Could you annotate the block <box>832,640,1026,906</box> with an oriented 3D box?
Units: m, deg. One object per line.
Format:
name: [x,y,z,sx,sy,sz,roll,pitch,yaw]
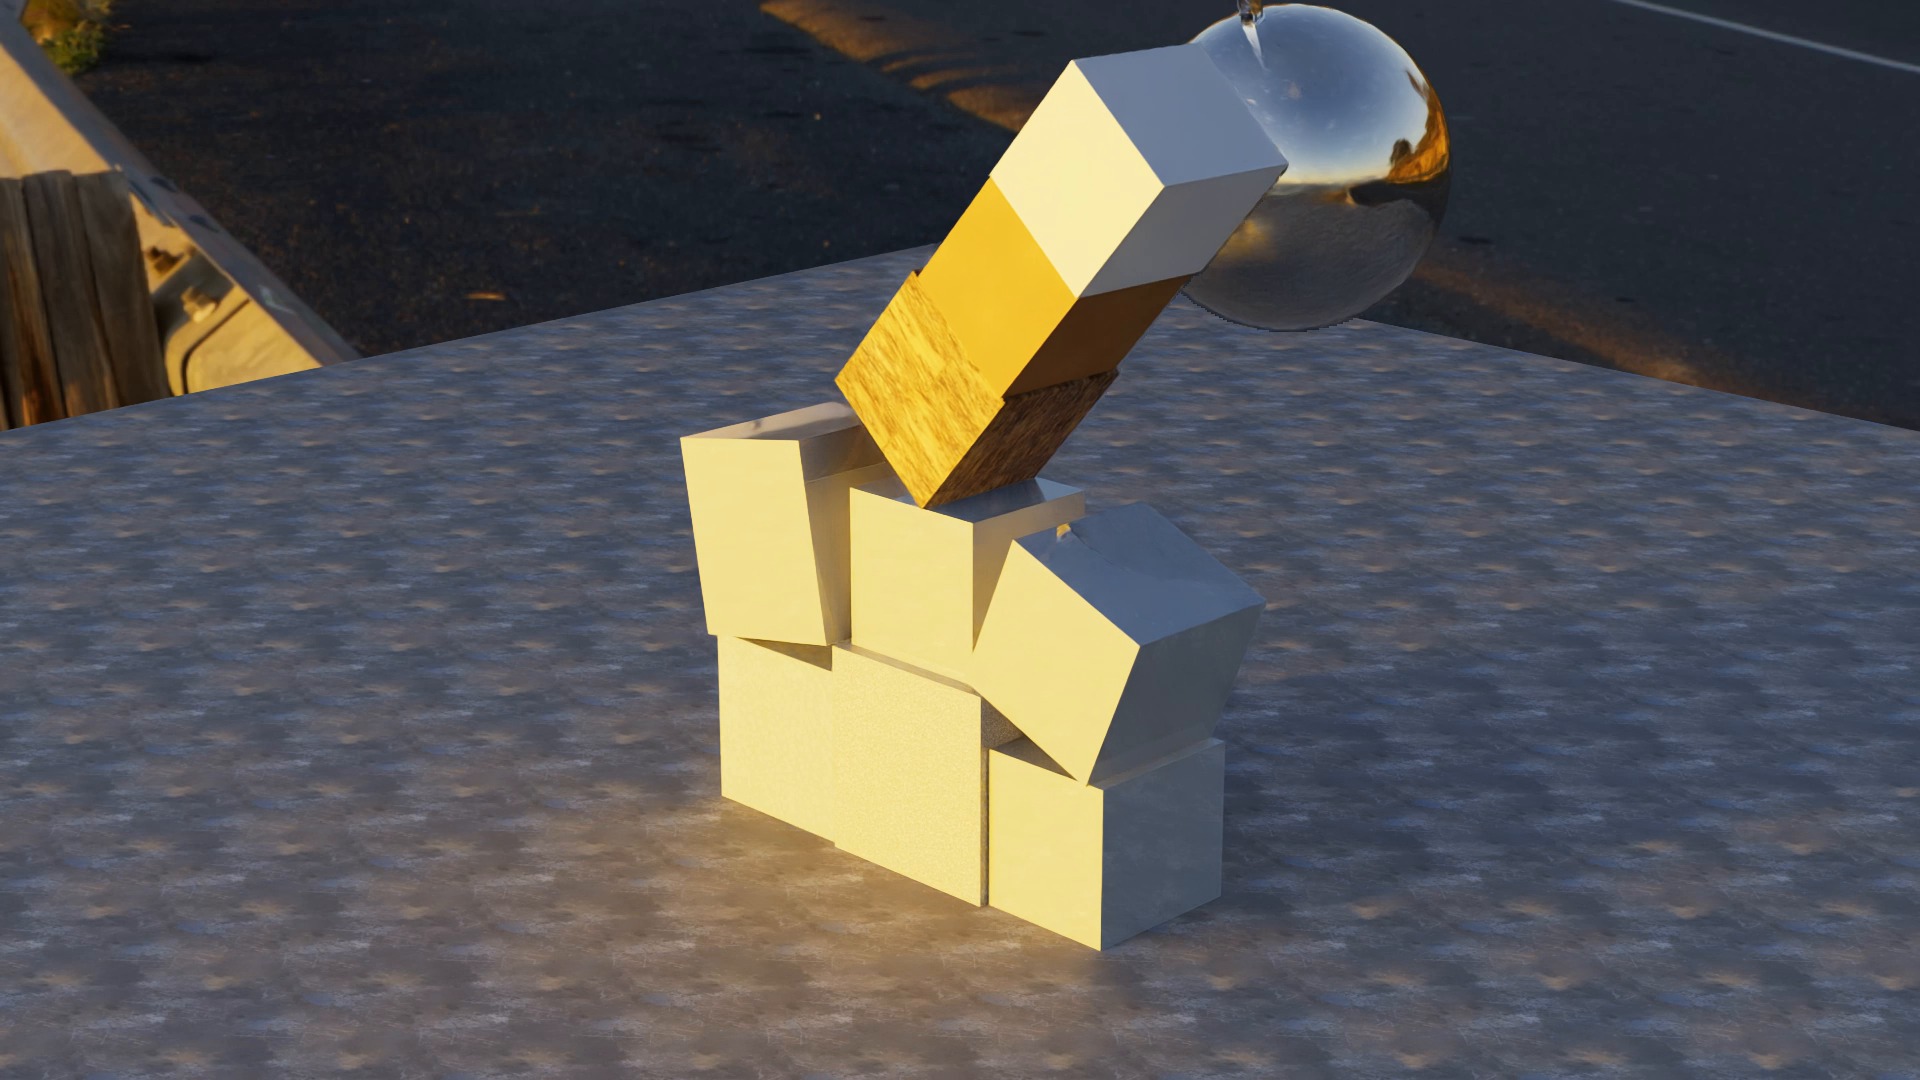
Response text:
block: [0.055,0.973,13.583,0.859,0.999,0.956,-17,24,-42]

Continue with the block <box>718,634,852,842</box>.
block: [-0.583,0.849,14.223,0.804,0.852,0.843,-17,24,-42]

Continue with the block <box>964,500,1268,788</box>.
block: [0.673,0.438,12.771,0.831,0.768,0.787,-17,46,-43]

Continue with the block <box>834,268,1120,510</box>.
block: [0.070,-0.727,13.040,0.725,0.775,0.740,-17,65,-43]

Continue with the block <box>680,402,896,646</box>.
block: [-0.635,-0.098,13.990,0.939,0.957,0.861,-16,13,-42]

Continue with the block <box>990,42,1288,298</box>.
block: [0.734,-1.529,12.087,0.771,0.694,0.673,-16,65,-42]

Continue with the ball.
ball: [1.623,-1.839,14.465,1.600,1.600,1.600,0,17,0]

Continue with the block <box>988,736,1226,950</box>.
block: [0.653,1.264,13.075,0.806,0.748,0.677,-17,24,-42]

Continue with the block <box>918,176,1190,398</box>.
block: [0.404,-1.135,12.541,0.722,0.678,0.667,-17,65,-43]

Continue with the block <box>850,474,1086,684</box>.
block: [0.034,0.126,13.361,0.781,0.749,0.721,17,24,42]

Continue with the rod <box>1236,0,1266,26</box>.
rod: [0.703,-4.561,12.646,0.080,5.200,0.080,17,46,42]
